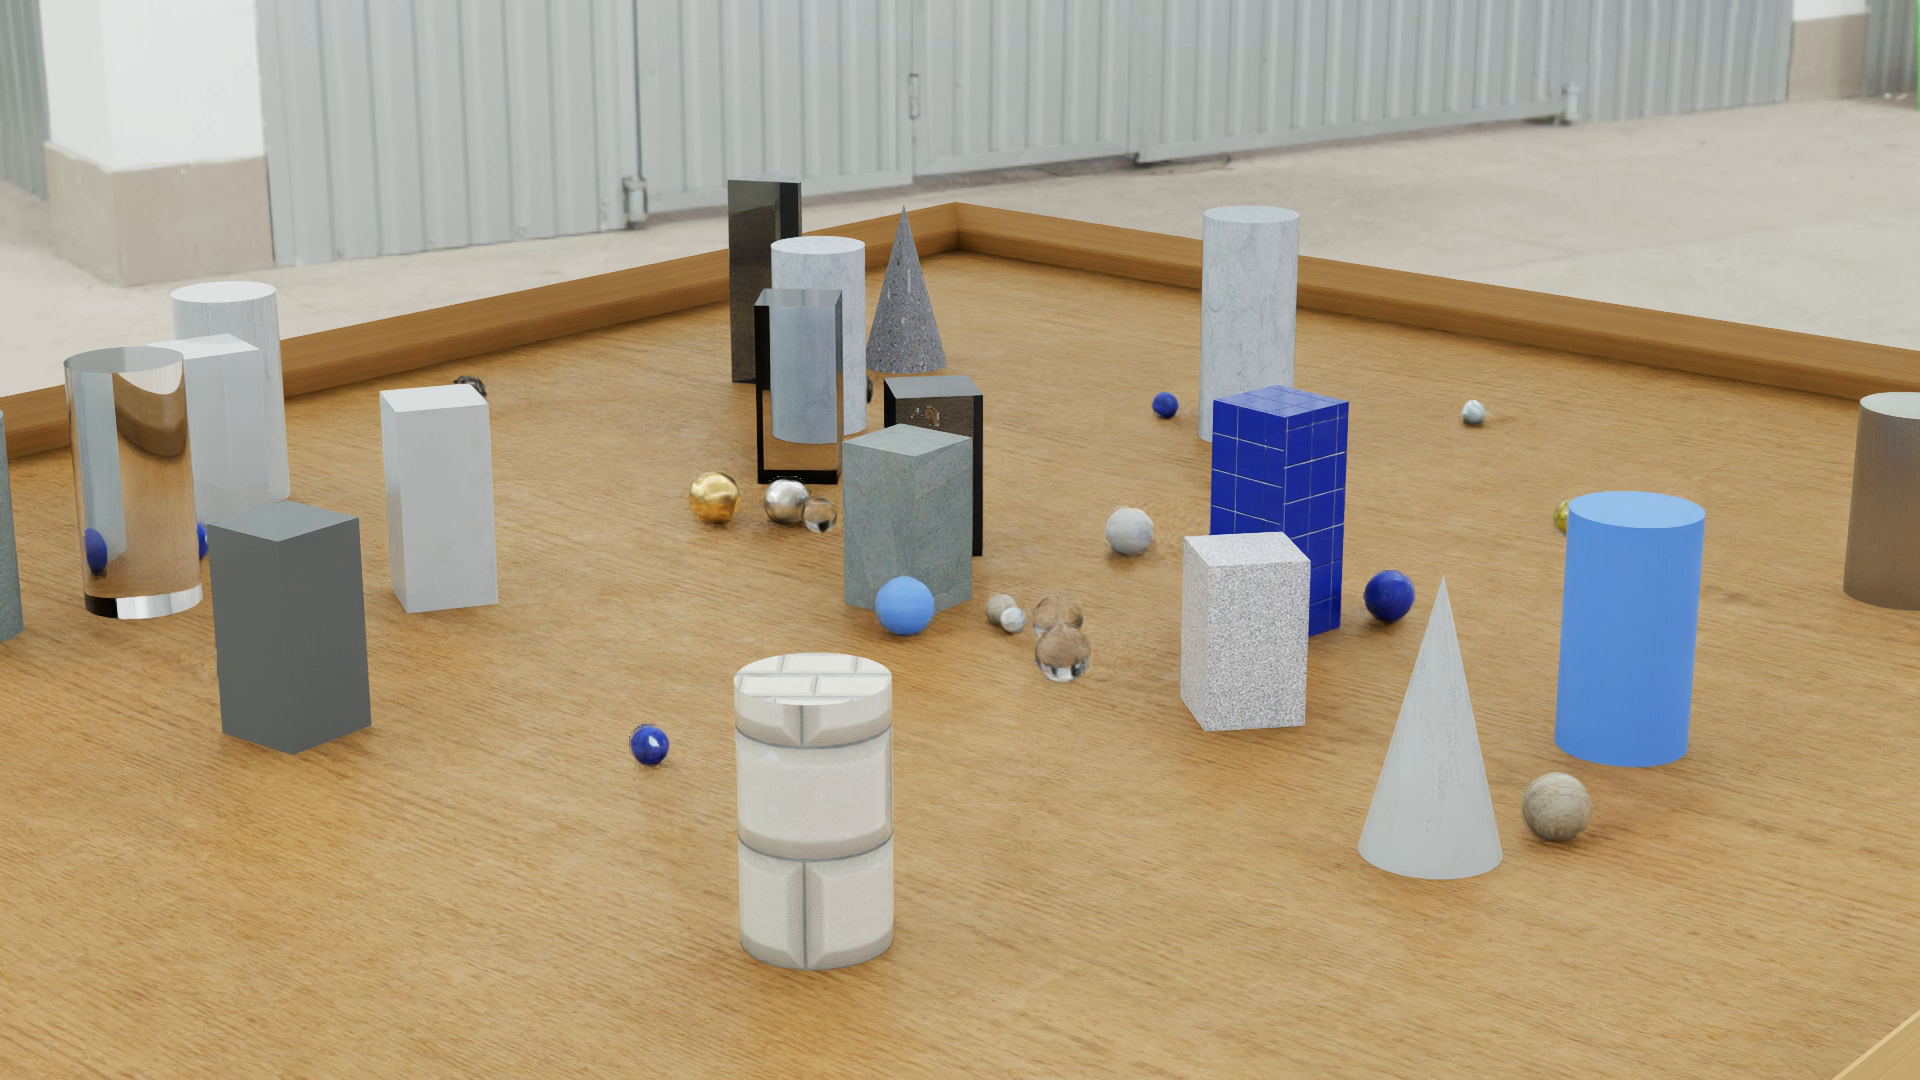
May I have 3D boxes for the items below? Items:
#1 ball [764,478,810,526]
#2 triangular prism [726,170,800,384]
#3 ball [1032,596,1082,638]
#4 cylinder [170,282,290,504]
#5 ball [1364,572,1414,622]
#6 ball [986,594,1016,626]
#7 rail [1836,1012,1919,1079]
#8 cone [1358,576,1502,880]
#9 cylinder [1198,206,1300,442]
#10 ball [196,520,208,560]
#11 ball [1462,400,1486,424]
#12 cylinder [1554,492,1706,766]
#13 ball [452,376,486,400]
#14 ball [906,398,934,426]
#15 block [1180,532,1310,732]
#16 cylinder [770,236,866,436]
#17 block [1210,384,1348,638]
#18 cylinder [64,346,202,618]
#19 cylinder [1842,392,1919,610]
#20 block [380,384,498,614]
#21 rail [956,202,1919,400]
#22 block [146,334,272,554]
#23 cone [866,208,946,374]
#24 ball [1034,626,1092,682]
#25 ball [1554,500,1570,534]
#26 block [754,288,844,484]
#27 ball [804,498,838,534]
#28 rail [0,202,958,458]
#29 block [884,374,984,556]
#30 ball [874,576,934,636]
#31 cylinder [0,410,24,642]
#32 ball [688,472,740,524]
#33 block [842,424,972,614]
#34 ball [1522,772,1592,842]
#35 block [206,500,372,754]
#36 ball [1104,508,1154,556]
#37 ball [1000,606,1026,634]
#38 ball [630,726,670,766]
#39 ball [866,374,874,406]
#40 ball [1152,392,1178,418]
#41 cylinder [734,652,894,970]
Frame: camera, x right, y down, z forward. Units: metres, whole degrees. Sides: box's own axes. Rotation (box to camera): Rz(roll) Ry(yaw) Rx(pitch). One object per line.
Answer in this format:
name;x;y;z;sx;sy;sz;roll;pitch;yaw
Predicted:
ball;-0.327;-0.073;5.539;0.089;0.089;0.089;0;17;0
triangular prism;-0.416;-0.594;6.622;0.171;0.462;0.148;5;17;15
ball;0.162;0.133;4.867;0.083;0.083;0.083;0;17;0
cylinder;-1.412;-0.281;5.680;0.198;0.407;0.198;0;17;0
ball;0.729;0.096;4.986;0.086;0.086;0.086;0;17;0
ball;0.070;0.118;4.970;0.053;0.053;0.053;0;17;0
rail;1.543;0.419;3.837;0.045;0.128;4.724;14;22;39
cone;0.647;0.236;3.976;0.198;0.399;0.198;0;17;0
cylinder;0.602;-0.447;6.120;0.198;0.471;0.198;0;17;0
ball;-1.399;0.002;5.301;0.085;0.085;0.085;0;17;0
ball;1.098;-0.272;6.266;0.052;0.052;0.052;0;17;0
cylinder;0.999;0.131;4.380;0.198;0.368;0.198;0;17;0
ball;-1.070;-0.318;6.372;0.079;0.079;0.079;0;17;0
ball;-0.086;-0.275;6.261;0.060;0.060;0.060;0;17;0
block;0.439;0.140;4.530;0.158;0.265;0.158;-3;17;-9
cylinder;-0.298;-0.432;6.209;0.198;0.391;0.198;0;17;0
block;0.532;-0.042;4.912;0.158;0.393;0.158;-15;22;-40
cylinder;-1.419;-0.100;5.037;0.198;0.431;0.198;0;17;0
cylinder;1.651;-0.069;5.094;0.198;0.339;0.198;0;17;0
block;-0.903;-0.074;5.080;0.158;0.357;0.158;-6;18;-20
rail;1.533;-0.477;6.810;4.134;0.128;0.045;14;22;39
block;-1.383;-0.177;5.405;0.158;0.367;0.158;-11;20;-33
cone;-0.129;-0.589;6.758;0.198;0.375;0.198;0;17;0
ball;0.165;0.182;4.692;0.090;0.090;0.090;0;17;0
ball;1.142;-0.042;5.476;0.067;0.067;0.067;0;17;0
block;-0.319;-0.307;5.845;0.158;0.361;0.158;1;17;3
ball;-0.261;-0.045;5.489;0.065;0.065;0.065;0;17;0
rail;-1.543;-0.354;6.402;0.045;0.128;4.724;14;22;39
block;-0.049;-0.134;5.374;0.158;0.303;0.158;-3;17;-9
ball;-0.094;0.110;4.916;0.099;0.099;0.099;0;17;0
cylinder;-1.680;-0.023;4.884;0.198;0.372;0.198;0;17;0
ball;-0.465;-0.081;5.549;0.099;0.099;0.099;0;17;0
block;-0.090;-0.033;5.058;0.158;0.290;0.158;13;21;36
ball;0.827;0.370;4.061;0.095;0.095;0.095;0;17;0
block;-1.015;0.130;4.443;0.158;0.333;0.158;12;21;35
ball;0.309;-0.015;5.349;0.089;0.089;0.089;0;17;0
ball;0.090;0.135;4.929;0.044;0.044;0.044;0;17;0
ball;-0.459;0.304;4.343;0.058;0.058;0.058;0;17;0
ball;-0.232;-0.326;6.374;0.089;0.089;0.089;0;17;0
ball;0.442;-0.290;6.316;0.058;0.058;0.058;0;17;0
cylinder;-0.184;0.341;3.710;0.198;0.352;0.198;0;17;0
